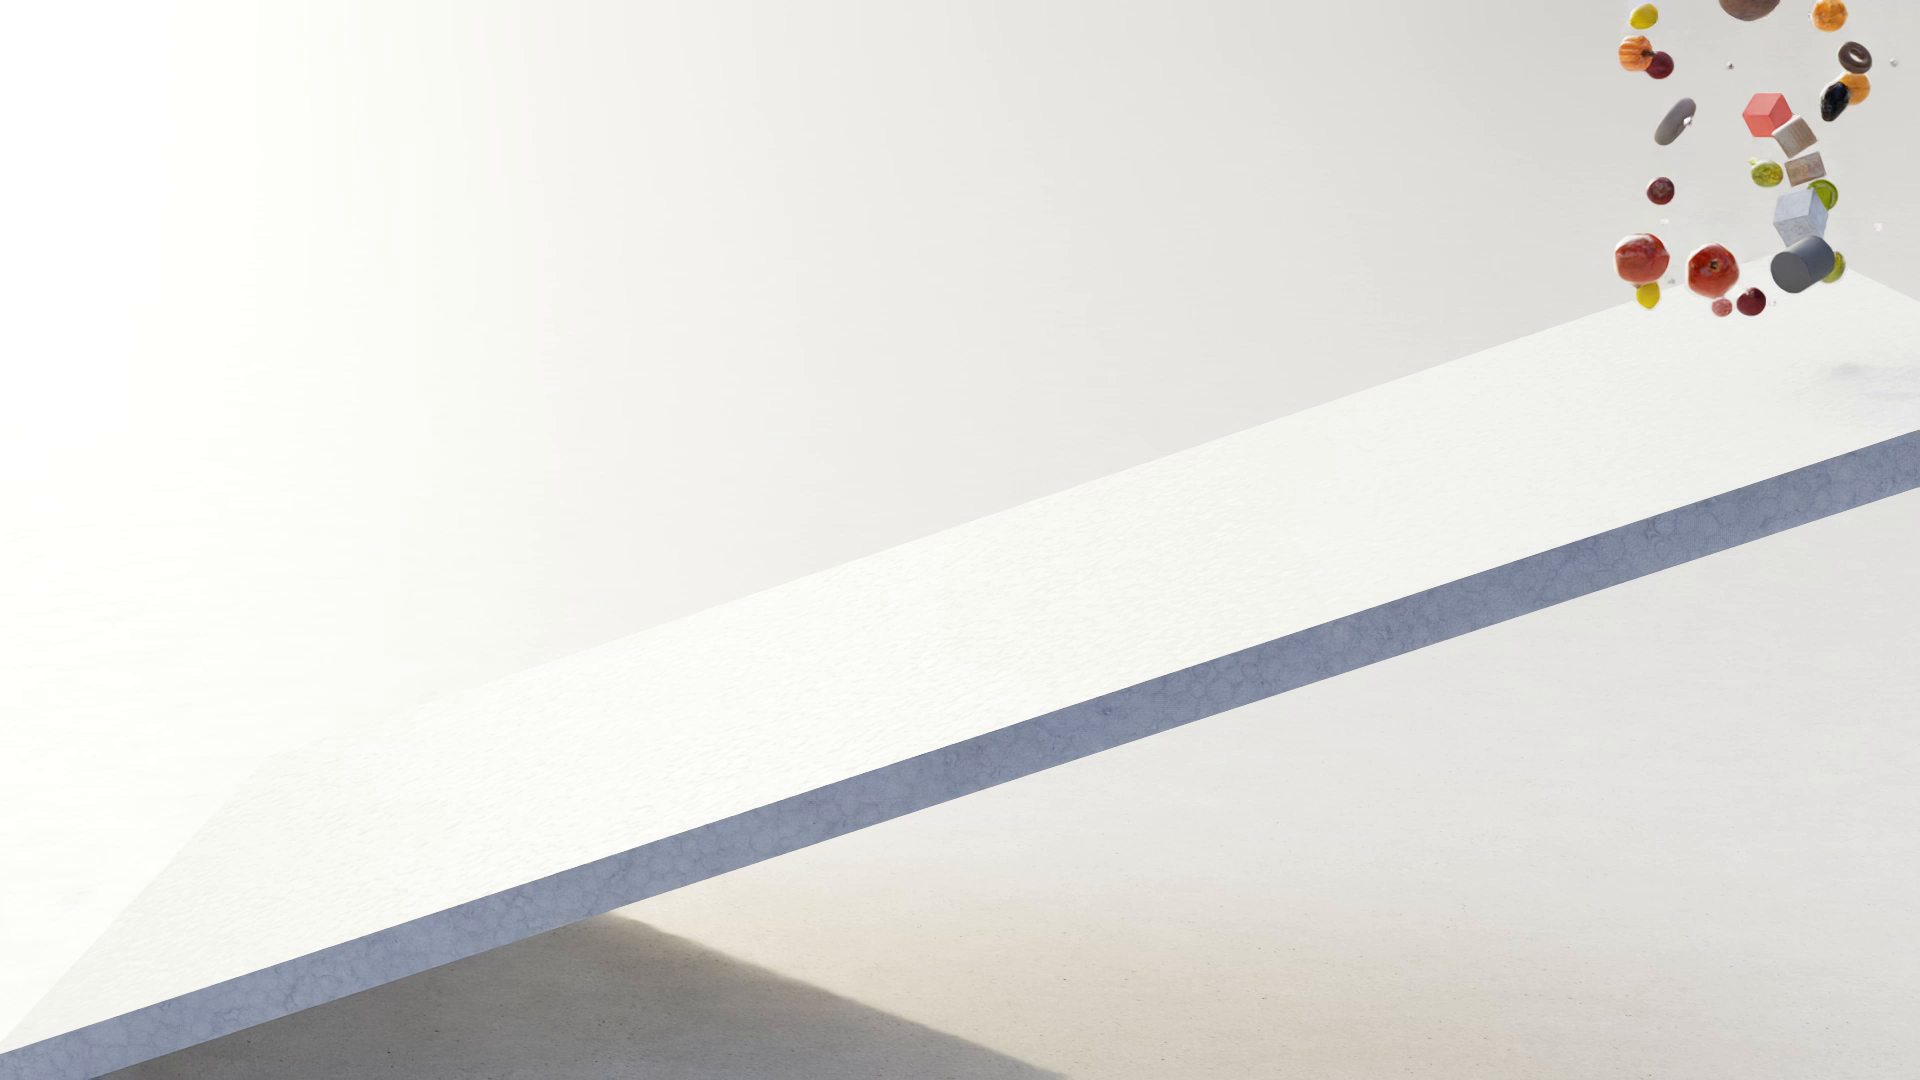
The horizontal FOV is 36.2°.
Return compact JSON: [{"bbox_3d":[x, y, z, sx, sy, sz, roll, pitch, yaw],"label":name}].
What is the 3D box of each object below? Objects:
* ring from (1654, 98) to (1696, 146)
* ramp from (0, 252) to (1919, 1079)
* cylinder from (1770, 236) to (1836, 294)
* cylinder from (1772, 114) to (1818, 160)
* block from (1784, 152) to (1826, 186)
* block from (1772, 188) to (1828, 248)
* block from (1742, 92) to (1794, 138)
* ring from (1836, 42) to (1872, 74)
[{"bbox_3d":[1.460,-0.854,6.005,0.037,0.112,0.112,41,27,16],"label":"ring"},{"bbox_3d":[0.109,0.179,6.303,4.000,0.100,2.000,-18,11,6],"label":"ramp"},{"bbox_3d":[1.681,-0.549,5.865,0.090,0.090,0.090,-30,27,-33],"label":"cylinder"},{"bbox_3d":[1.644,-0.794,5.792,0.065,0.065,0.065,-34,4,16],"label":"cylinder"},{"bbox_3d":[1.777,-0.780,6.184,0.054,0.054,0.054,-20,2,-37],"label":"block"},{"bbox_3d":[1.708,-0.654,5.978,0.077,0.077,0.077,-11,44,39],"label":"block"},{"bbox_3d":[1.620,-0.853,5.900,0.062,0.062,0.062,9,58,48],"label":"block"},{"bbox_3d":[1.753,-0.945,5.764,0.075,0.075,0.025,-5,-27,-22],"label":"ring"}]
